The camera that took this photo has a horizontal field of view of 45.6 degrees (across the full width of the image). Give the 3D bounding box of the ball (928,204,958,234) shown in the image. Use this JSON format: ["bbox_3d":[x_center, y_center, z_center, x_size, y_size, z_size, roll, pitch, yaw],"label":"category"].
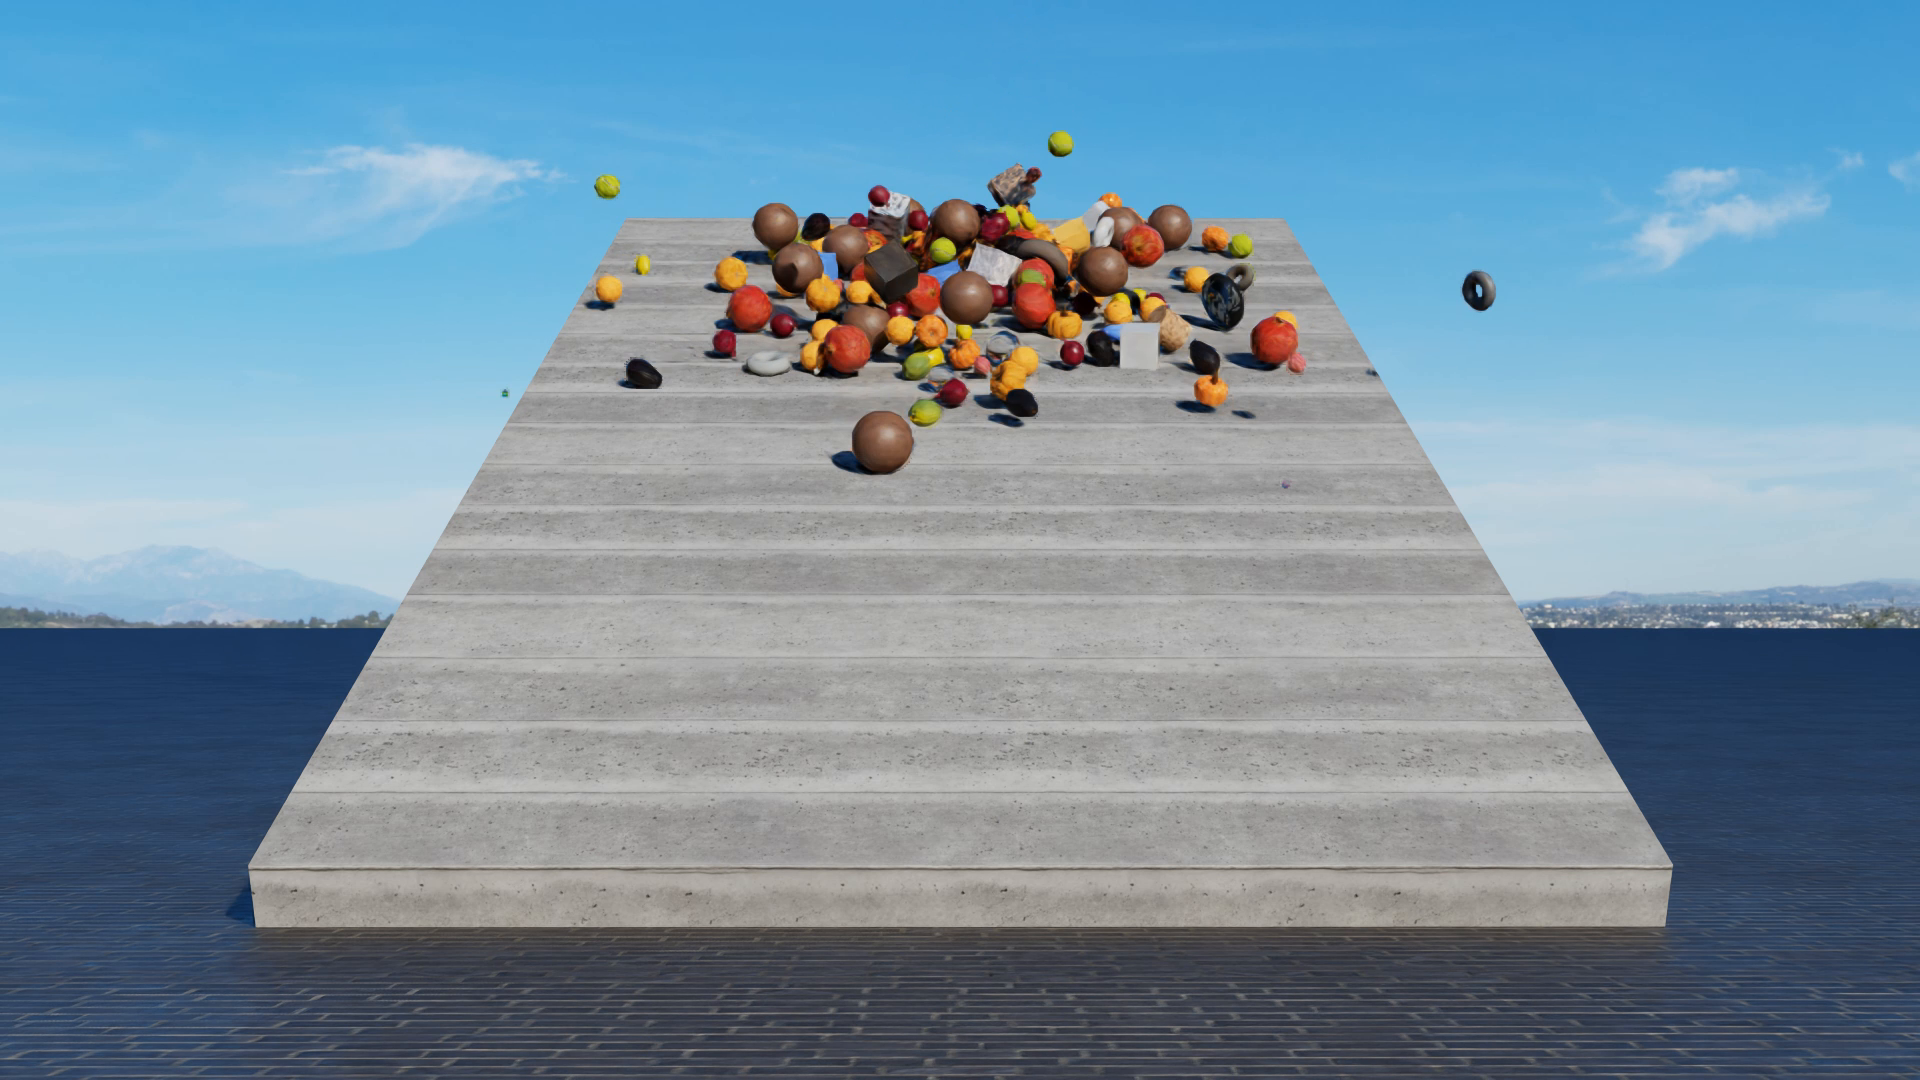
[{"bbox_3d":[-0.048,-0.914,6.501,0.081,0.081,0.081,0,-2,0],"label":"ball"}]

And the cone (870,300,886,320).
[{"bbox_3d":[-0.219,-0.587,5.841,0.052,0.052,0.052,-3,-1,-14],"label":"cone"}]

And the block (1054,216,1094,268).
[{"bbox_3d":[0.321,-0.829,6.348,0.087,0.087,0.087,-24,33,9],"label":"block"}]

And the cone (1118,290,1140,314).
[{"bbox_3d":[0.430,-0.615,5.934,0.062,0.062,0.062,1,2,-19],"label":"cone"}]

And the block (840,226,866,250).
[{"bbox_3d":[-0.307,-0.870,6.575,0.054,0.054,0.054,10,23,24],"label":"block"}]

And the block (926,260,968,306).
[{"bbox_3d":[-0.033,-0.675,5.994,0.084,0.084,0.084,-18,20,7],"label":"block"}]

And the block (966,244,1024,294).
[{"bbox_3d":[0.090,-0.712,5.982,0.093,0.093,0.093,17,5,-46],"label":"block"}]

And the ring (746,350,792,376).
[{"bbox_3d":[-0.456,-0.420,5.429,0.110,0.037,0.110,-1,25,1],"label":"ring"}]

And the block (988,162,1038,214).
[{"bbox_3d":[0.144,-0.978,6.351,0.094,0.094,0.094,-32,1,-6],"label":"block"}]

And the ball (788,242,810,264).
[{"bbox_3d":[-0.451,-0.804,6.391,0.063,0.063,0.063,0,-2,0],"label":"ball"}]

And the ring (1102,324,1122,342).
[{"bbox_3d":[0.402,-0.515,5.682,0.097,0.032,0.097,0,14,0],"label":"ring"}]

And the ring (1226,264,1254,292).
[{"bbox_3d":[0.745,-0.700,6.113,0.087,0.087,0.029,-1,-30,32],"label":"ring"}]

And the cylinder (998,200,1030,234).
[{"bbox_3d":[0.157,-0.950,6.658,0.083,0.083,0.083,-1,41,16],"label":"cylinder"}]

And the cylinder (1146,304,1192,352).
[{"bbox_3d":[0.505,-0.516,5.555,0.082,0.082,0.082,33,-17,-25],"label":"cylinder"}]

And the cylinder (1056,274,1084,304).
[{"bbox_3d":[0.292,-0.663,6.032,0.060,0.060,0.060,1,25,-17],"label":"cylinder"}]

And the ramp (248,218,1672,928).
[{"bbox_3d":[-0.006,-0.215,5.088,2.000,0.100,4.000,0,21,0],"label":"ramp"}]

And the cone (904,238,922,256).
[{"bbox_3d":[-0.128,-0.845,6.490,0.053,0.053,0.053,-1,40,21],"label":"cone"}]

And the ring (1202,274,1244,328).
[{"bbox_3d":[0.663,-0.603,5.753,0.048,0.143,0.143,-24,9,-25],"label":"ring"}]

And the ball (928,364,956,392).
[{"bbox_3d":[-0.042,-0.374,5.271,0.066,0.066,0.066,0,-2,0],"label":"ball"}]

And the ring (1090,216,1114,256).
[{"bbox_3d":[0.374,-0.800,6.022,0.037,0.111,0.111,23,3,13],"label":"ring"}]

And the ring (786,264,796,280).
[{"bbox_3d":[-0.423,-0.736,6.249,0.111,0.037,0.111,-1,20,0],"label":"ring"}]

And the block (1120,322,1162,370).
[{"bbox_3d":[0.432,-0.466,5.477,0.090,0.090,0.090,3,21,9],"label":"block"}]

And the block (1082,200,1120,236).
[{"bbox_3d":[0.403,-0.934,6.660,0.075,0.075,0.075,-42,-2,28],"label":"block"}]

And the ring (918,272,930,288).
[{"bbox_3d":[-0.105,-0.703,6.175,0.097,0.032,0.097,0,22,0],"label":"ring"}]

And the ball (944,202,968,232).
[{"bbox_3d":[-0.023,-0.952,6.745,0.088,0.088,0.088,0,-2,0],"label":"ball"}]

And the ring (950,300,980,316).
[{"bbox_3d":[0.013,-0.599,5.911,0.083,0.028,0.083,-1,22,0],"label":"ring"}]

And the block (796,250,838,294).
[{"bbox_3d":[-0.384,-0.719,6.125,0.084,0.084,0.084,8,31,19],"label":"block"}]

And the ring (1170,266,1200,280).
[{"bbox_3d":[0.617,-0.732,6.259,0.080,0.027,0.080,0,22,0],"label":"ring"}]

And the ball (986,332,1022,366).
[{"bbox_3d":[0.105,-0.458,5.464,0.084,0.084,0.084,0,-2,0],"label":"ball"}]

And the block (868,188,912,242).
[{"bbox_3d":[-0.198,-0.904,6.375,0.096,0.096,0.096,14,-40,6],"label":"block"}]

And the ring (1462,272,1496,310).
[{"bbox_3d":[1.159,-0.557,5.095,0.030,0.091,0.091,-21,7,-26],"label":"ring"}]

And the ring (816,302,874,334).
[{"bbox_3d":[-0.291,-0.564,5.786,0.147,0.049,0.147,0,25,0],"label":"ring"}]

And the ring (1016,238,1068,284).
[{"bbox_3d":[0.217,-0.732,6.005,0.149,0.050,0.149,22,-31,14],"label":"ring"}]

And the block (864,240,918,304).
[{"bbox_3d":[-0.165,-0.646,5.491,0.093,0.093,0.093,-31,-24,-16],"label":"block"}]
